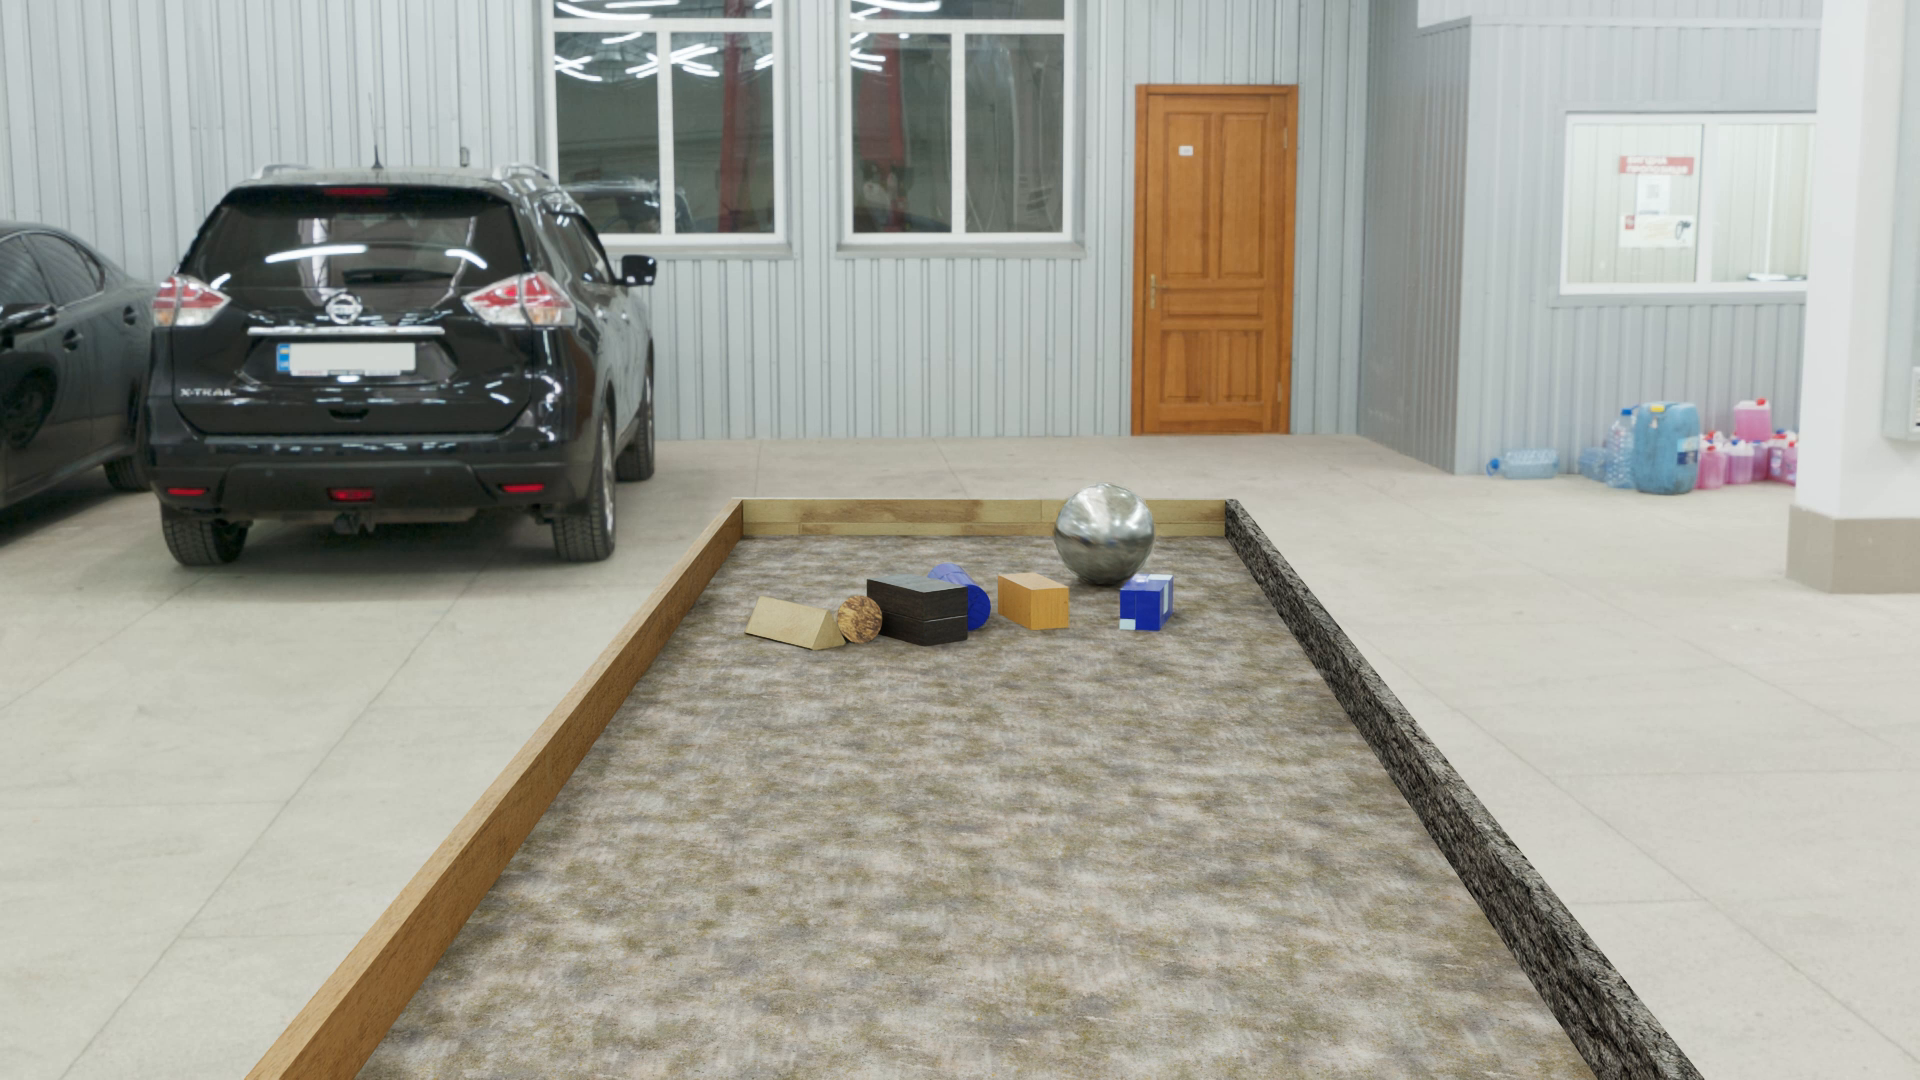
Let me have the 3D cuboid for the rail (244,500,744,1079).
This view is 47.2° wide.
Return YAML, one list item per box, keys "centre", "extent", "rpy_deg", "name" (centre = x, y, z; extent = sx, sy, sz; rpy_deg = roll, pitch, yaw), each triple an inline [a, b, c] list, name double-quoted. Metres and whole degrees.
- centre: [-1.004, 0.839, 3.234]
  extent: [0.050, 0.150, 12.000]
  rpy_deg: [0, 9, 1]
  name: "rail"

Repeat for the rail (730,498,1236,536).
- centre: [0.099, -0.098, 9.147]
  extent: [2.100, 0.150, 0.050]
  rpy_deg: [0, 9, 1]
  name: "rail"

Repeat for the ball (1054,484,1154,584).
- centre: [0.525, -0.021, 7.981]
  extent: [0.364, 0.364, 0.364]
  rpy_deg: [0, 9, 0]
  name: "ball"

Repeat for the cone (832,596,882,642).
- centre: [-0.382, 0.261, 7.126]
  extent: [0.150, 0.150, 0.360]
  rpy_deg: [-4, -2, -21]
  name: "cone"

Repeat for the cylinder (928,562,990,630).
- centre: [-0.009, 0.186, 7.347]
  extent: [0.151, 0.151, 0.438]
  rpy_deg: [-1, 9, -9]
  name: "cylinder"

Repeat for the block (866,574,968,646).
- centre: [-0.139, 0.222, 7.058]
  extent: [0.173, 0.173, 0.312]
  rpy_deg: [-7, 11, -37]
  name: "block"

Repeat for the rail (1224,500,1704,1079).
- centre: [1.046, 0.843, 3.208]
  extent: [0.050, 0.150, 12.000]
  rpy_deg: [0, 9, 1]
  name: "rail"

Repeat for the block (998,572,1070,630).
- centre: [0.242, 0.201, 7.314]
  extent: [0.133, 0.133, 0.304]
  rpy_deg: [-3, 10, -20]
  name: "block"

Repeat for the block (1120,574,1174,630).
- centre: [0.622, 0.204, 7.306]
  extent: [0.130, 0.130, 0.318]
  rpy_deg: [2, 9, 13]
  name: "block"

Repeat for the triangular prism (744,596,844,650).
- centre: [-0.529, 0.256, 7.001]
  extent: [0.134, 0.116, 0.348]
  rpy_deg: [-9, 12, -42]
  name: "triangular prism"
